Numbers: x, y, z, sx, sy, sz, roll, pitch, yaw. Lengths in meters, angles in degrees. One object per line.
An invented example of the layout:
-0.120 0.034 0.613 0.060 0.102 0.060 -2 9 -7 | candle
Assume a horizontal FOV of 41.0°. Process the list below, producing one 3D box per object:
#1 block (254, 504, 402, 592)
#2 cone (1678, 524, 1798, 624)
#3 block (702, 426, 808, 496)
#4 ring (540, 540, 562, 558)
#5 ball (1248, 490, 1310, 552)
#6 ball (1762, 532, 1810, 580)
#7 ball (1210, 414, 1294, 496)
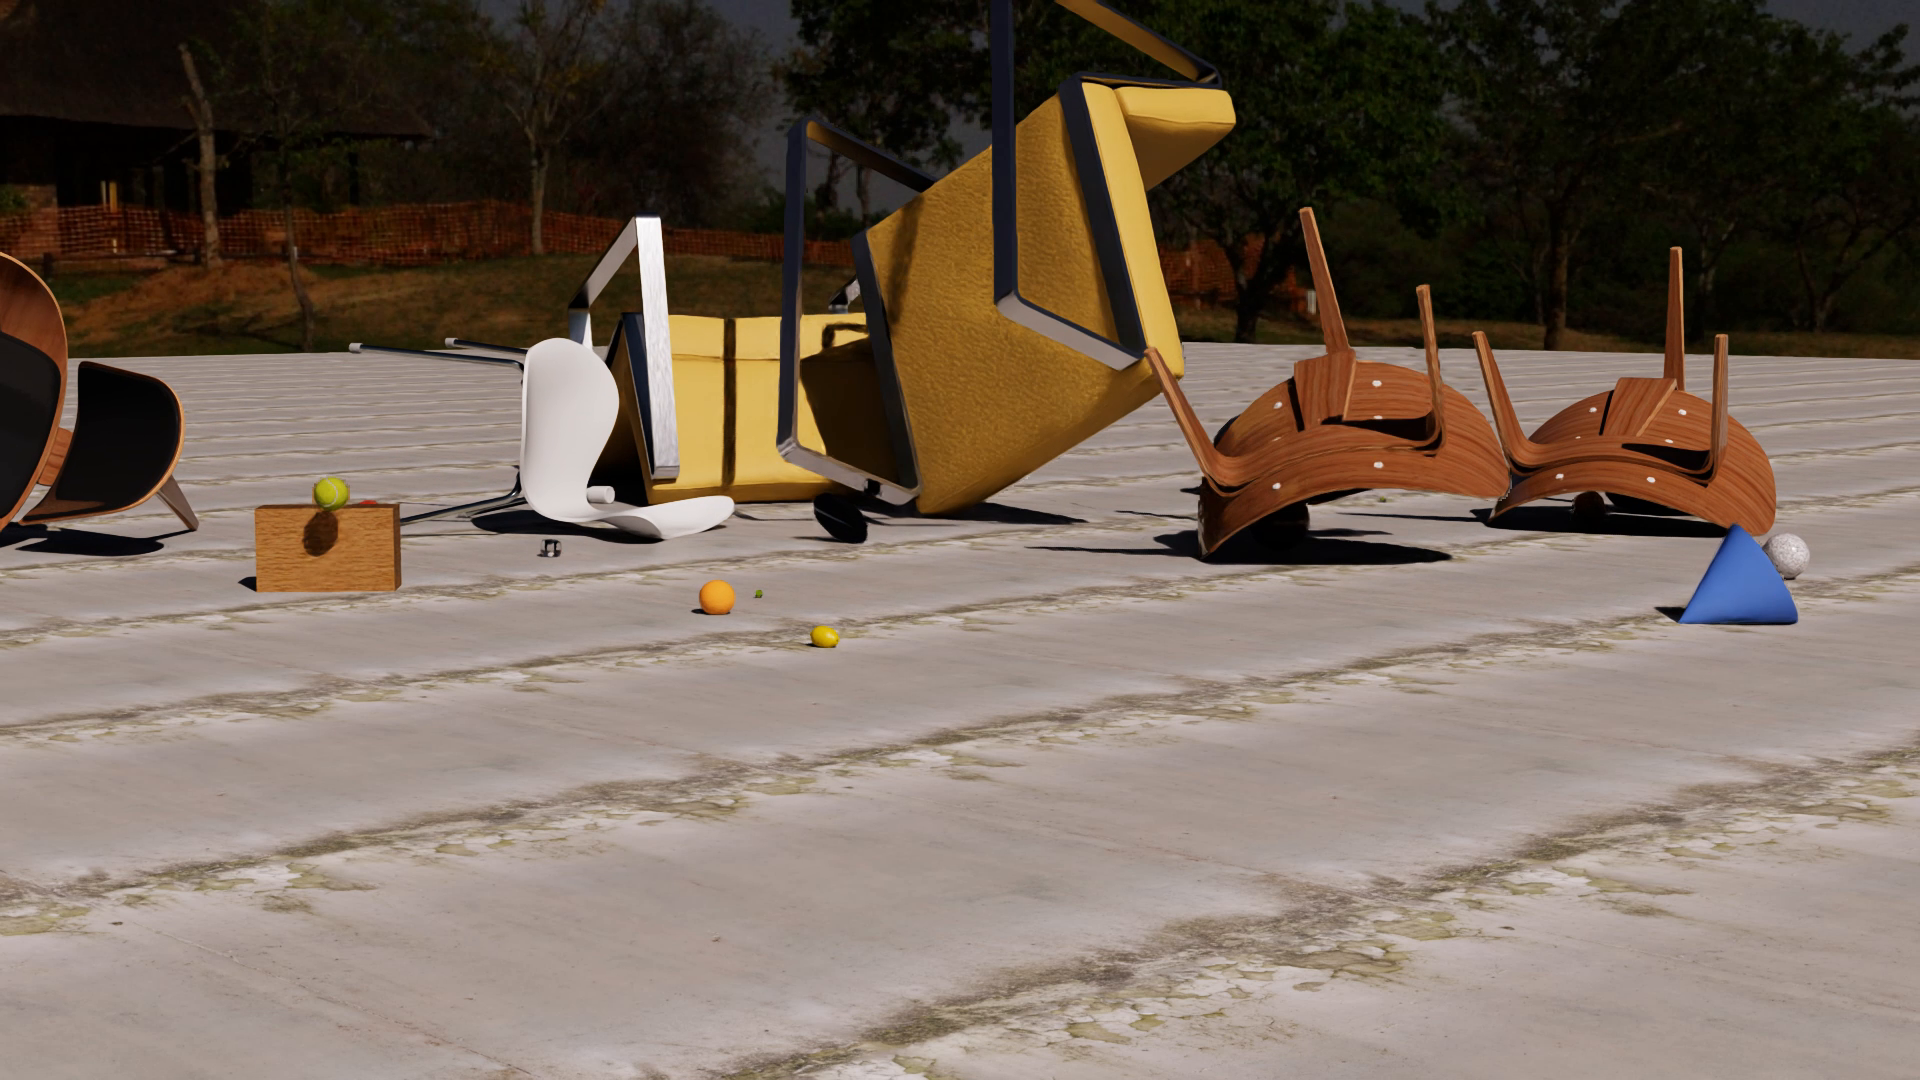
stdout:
-1.329 0.016 5.405 0.284 0.175 0.104 0 6 -5 | block
1.447 0.111 4.876 0.191 0.220 0.161 -30 -12 -1 | cone
-0.623 -0.239 7.779 0.298 0.195 0.141 -2 6 -18 | block
-0.962 0.020 6.035 0.049 0.039 0.055 -1 7 -35 | ring
0.765 -0.048 6.154 0.149 0.149 0.149 0 6 0 | ball
1.796 0.035 5.581 0.101 0.101 0.101 0 6 0 | ball
0.877 -0.256 7.693 0.248 0.248 0.248 0 6 0 | ball
